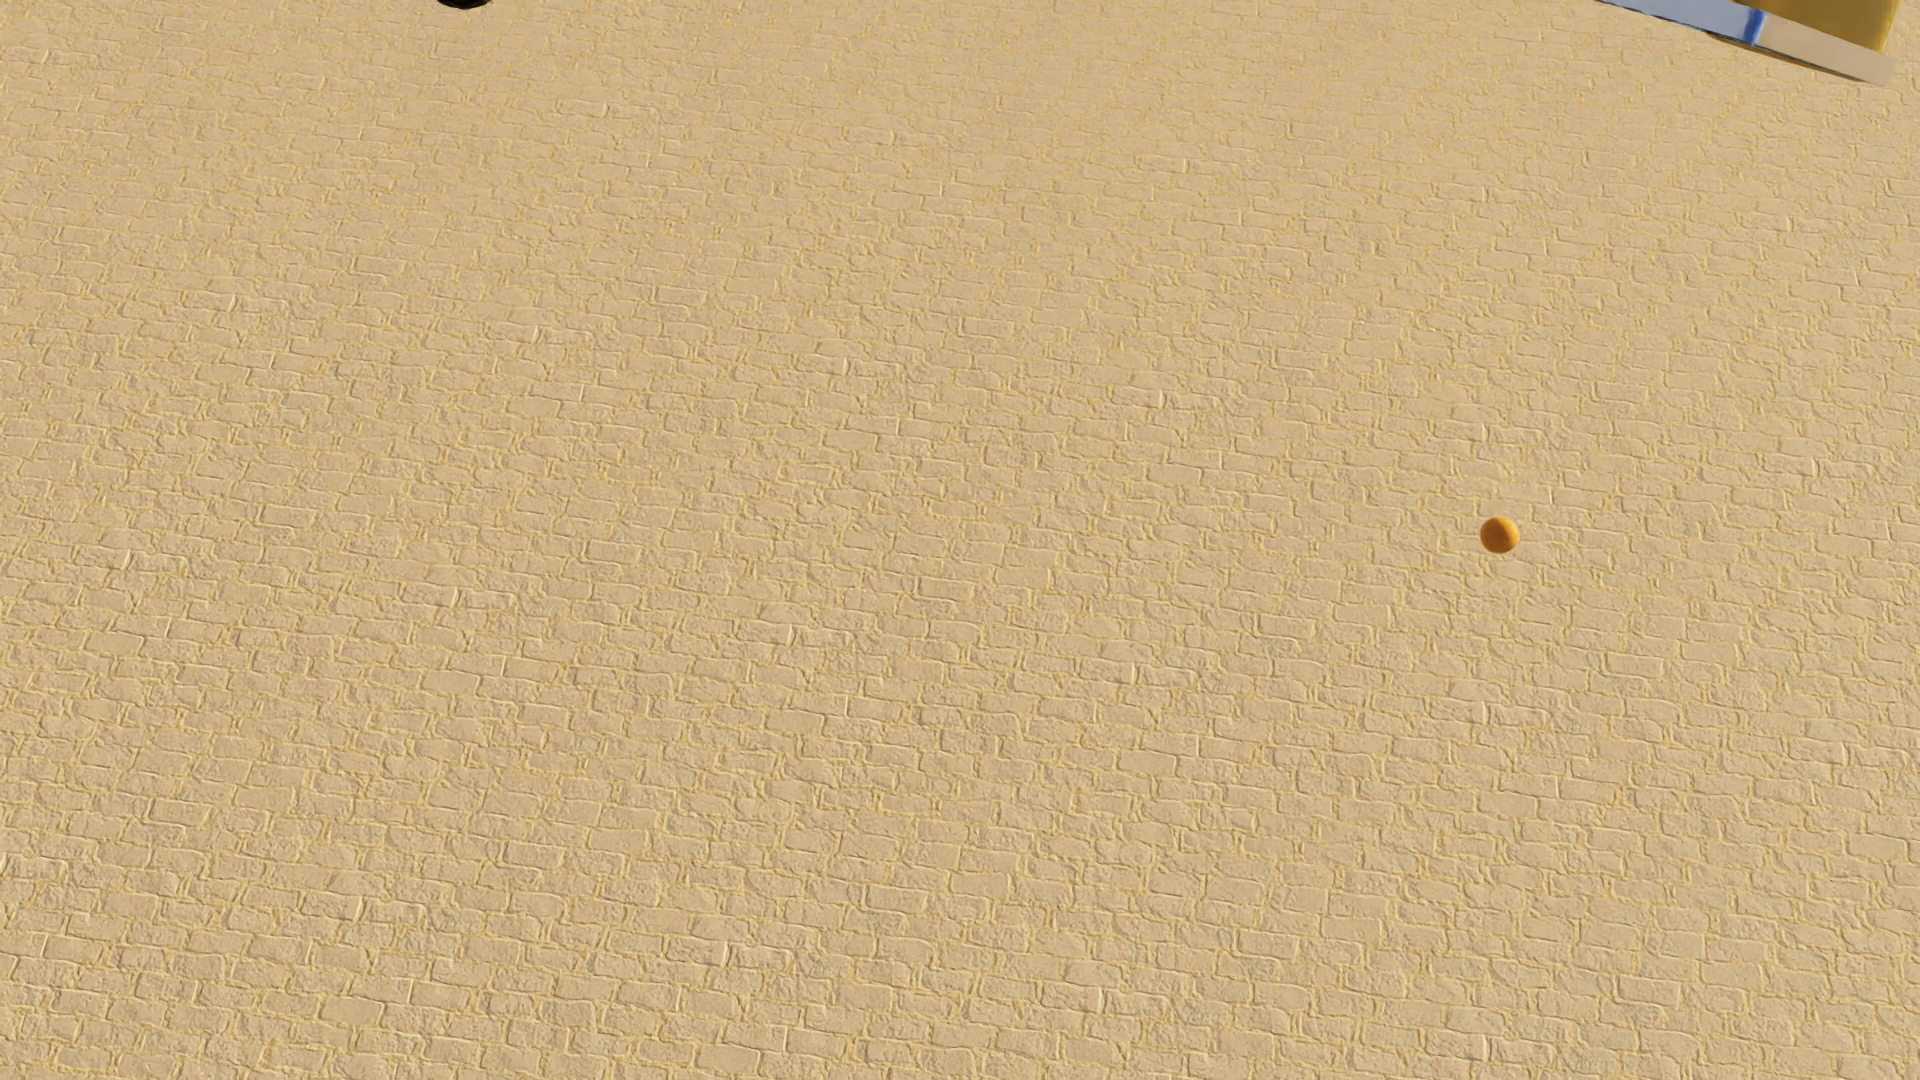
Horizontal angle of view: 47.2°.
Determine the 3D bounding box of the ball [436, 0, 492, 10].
[{"bbox_3d":[-0.690,-0.804,3.046,0.133,0.133,0.133,0,56,0],"label":"ball"}]
